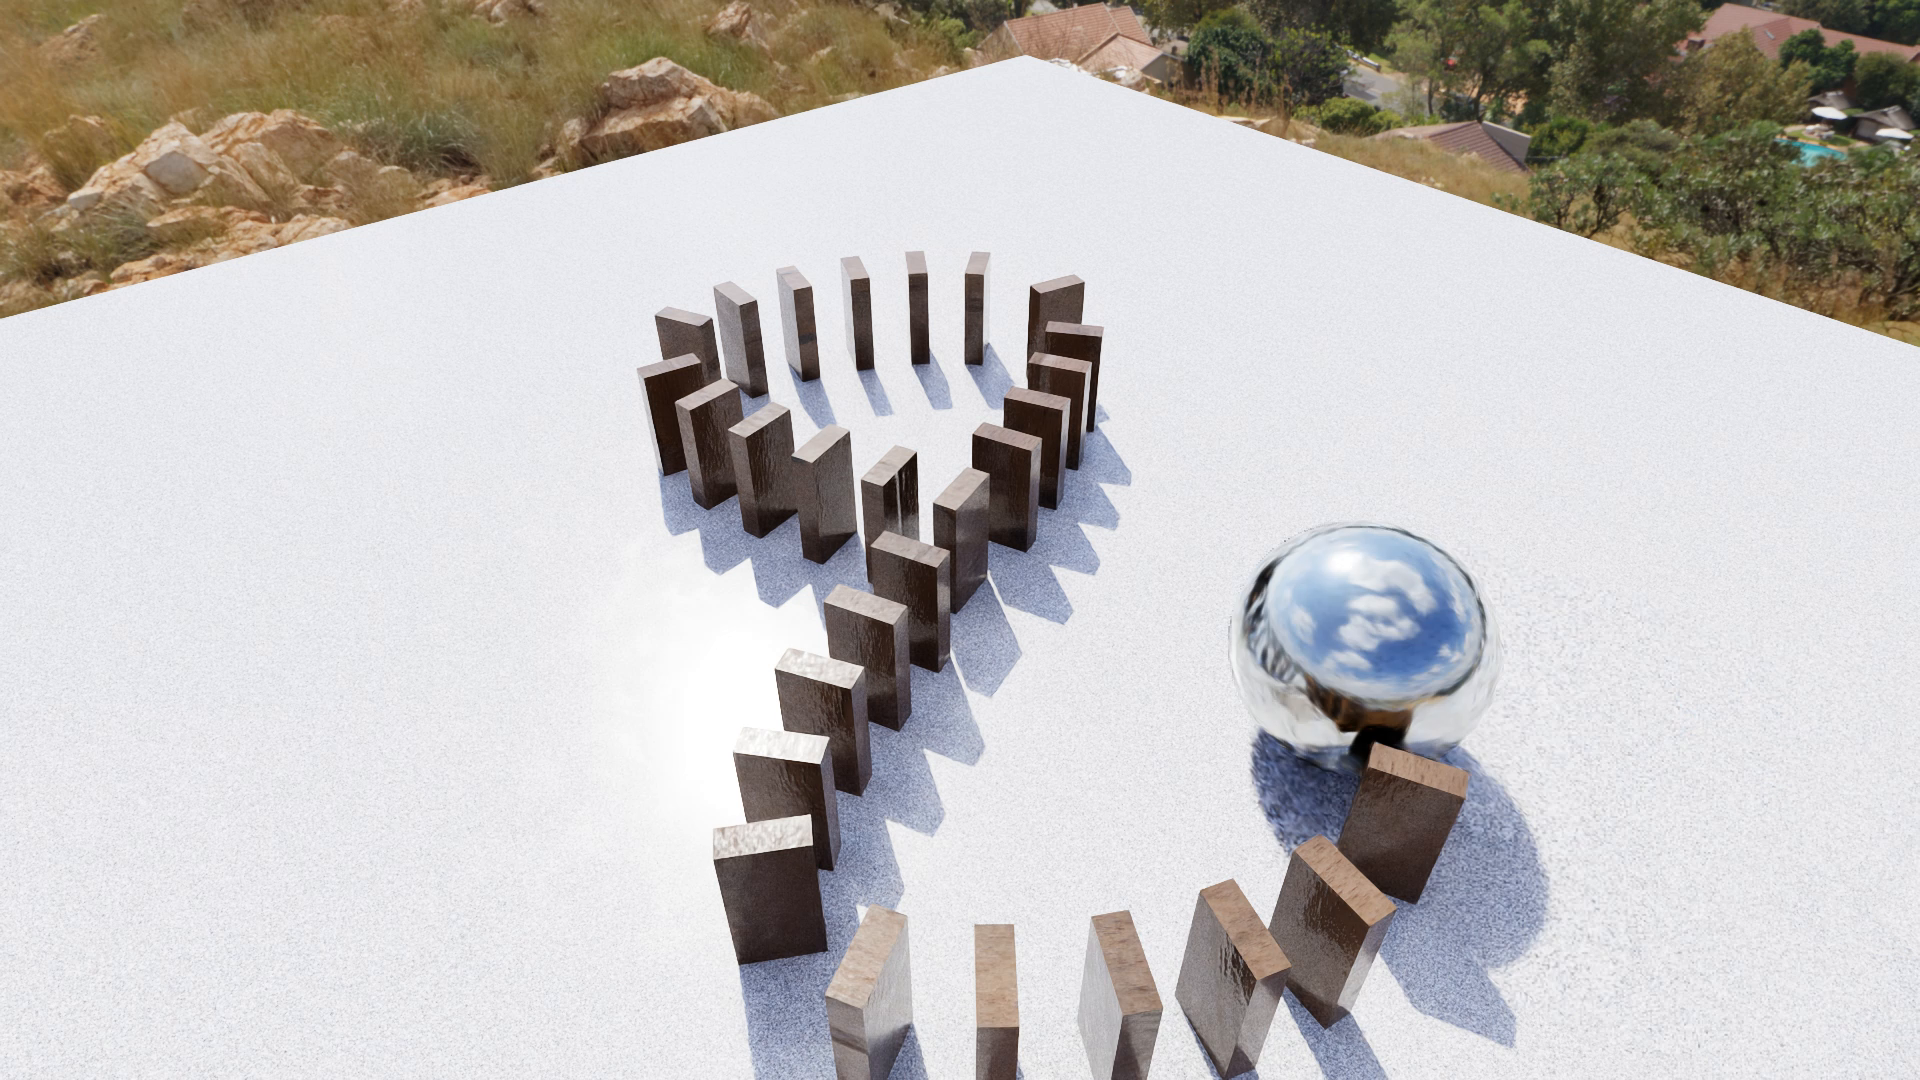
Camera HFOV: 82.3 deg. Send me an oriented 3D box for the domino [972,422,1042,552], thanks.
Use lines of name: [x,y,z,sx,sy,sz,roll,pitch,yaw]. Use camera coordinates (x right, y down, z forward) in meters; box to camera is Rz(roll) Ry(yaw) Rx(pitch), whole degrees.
domino: [0.018,-0.020,0.436,0.025,0.050,0.009,18,43,21]

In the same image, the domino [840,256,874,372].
domino: [-0.051,-0.113,0.549,0.009,0.050,0.025,-10,40,-12]

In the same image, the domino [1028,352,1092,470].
domino: [0.042,-0.056,0.479,0.025,0.050,0.009,13,41,15]

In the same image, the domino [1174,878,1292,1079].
domino: [0.067,0.111,0.276,0.009,0.050,0.025,-14,41,-16]

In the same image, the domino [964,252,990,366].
domino: [0.009,-0.116,0.553,0.009,0.050,0.025,6,40,7]

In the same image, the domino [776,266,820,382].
domino: [-0.079,-0.106,0.541,0.009,0.050,0.025,-17,42,-20]

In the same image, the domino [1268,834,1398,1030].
domino: [0.095,0.103,0.286,0.009,0.050,0.025,-21,44,-24]

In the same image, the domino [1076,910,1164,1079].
domino: [0.038,0.116,0.269,0.009,0.050,0.025,-7,40,-9]

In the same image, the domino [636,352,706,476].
domino: [-0.122,-0.054,0.477,0.025,0.050,0.009,-21,44,-24]

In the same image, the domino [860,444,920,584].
domino: [-0.026,-0.008,0.422,0.010,0.050,0.025,19,43,21]

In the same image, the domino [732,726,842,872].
domino: [-0.049,0.076,0.319,0.025,0.050,0.009,6,40,7]

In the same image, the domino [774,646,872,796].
domino: [-0.042,0.057,0.342,0.025,0.050,0.009,13,41,15]

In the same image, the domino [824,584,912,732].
domino: [-0.030,0.039,0.363,0.025,0.050,0.010,17,42,19]

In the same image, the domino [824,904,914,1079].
domino: [-0.021,0.115,0.271,0.009,0.050,0.025,14,41,16]

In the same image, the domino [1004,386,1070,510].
domino: [0.031,-0.038,0.458,0.025,0.050,0.010,15,42,17]

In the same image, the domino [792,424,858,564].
domino: [-0.053,-0.018,0.433,0.009,0.050,0.025,20,43,23]

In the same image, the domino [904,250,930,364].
domino: [-0.021,-0.117,0.554,0.010,0.050,0.025,-4,39,-5]

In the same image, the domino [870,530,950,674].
domino: [-0.017,0.022,0.384,0.025,0.050,0.009,17,42,20]

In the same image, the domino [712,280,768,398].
domino: [-0.105,-0.096,0.529,0.009,0.050,0.025,-27,46,-29]

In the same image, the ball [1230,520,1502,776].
ball: [0.126,0.034,0.347,0.080,0.080,0.080,0,39,0]

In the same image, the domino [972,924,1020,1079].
domino: [0.008,0.118,0.267,0.009,0.050,0.025,0,39,0]

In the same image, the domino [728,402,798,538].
domino: [-0.078,-0.028,0.445,0.010,0.050,0.025,25,45,27]

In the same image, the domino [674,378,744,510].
domino: [-0.102,-0.040,0.460,0.009,0.050,0.025,29,48,31]

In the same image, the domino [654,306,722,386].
domino: [-0.125,-0.082,0.511,0.025,0.050,0.010,17,42,19]

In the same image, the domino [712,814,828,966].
domino: [-0.050,0.095,0.296,0.025,0.050,0.009,-6,40,-8]

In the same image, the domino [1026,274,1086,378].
domino: [0.046,-0.102,0.536,0.025,0.050,0.009,-19,43,-22]

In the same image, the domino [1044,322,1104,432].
domino: [0.051,-0.074,0.502,0.025,0.050,0.009,7,40,9]

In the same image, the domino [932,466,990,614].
domino: [0.001,0.001,0.411,0.009,0.050,0.025,20,43,22]

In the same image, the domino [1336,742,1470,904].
domino: [0.124,0.081,0.312,0.025,0.050,0.009,16,42,19]
